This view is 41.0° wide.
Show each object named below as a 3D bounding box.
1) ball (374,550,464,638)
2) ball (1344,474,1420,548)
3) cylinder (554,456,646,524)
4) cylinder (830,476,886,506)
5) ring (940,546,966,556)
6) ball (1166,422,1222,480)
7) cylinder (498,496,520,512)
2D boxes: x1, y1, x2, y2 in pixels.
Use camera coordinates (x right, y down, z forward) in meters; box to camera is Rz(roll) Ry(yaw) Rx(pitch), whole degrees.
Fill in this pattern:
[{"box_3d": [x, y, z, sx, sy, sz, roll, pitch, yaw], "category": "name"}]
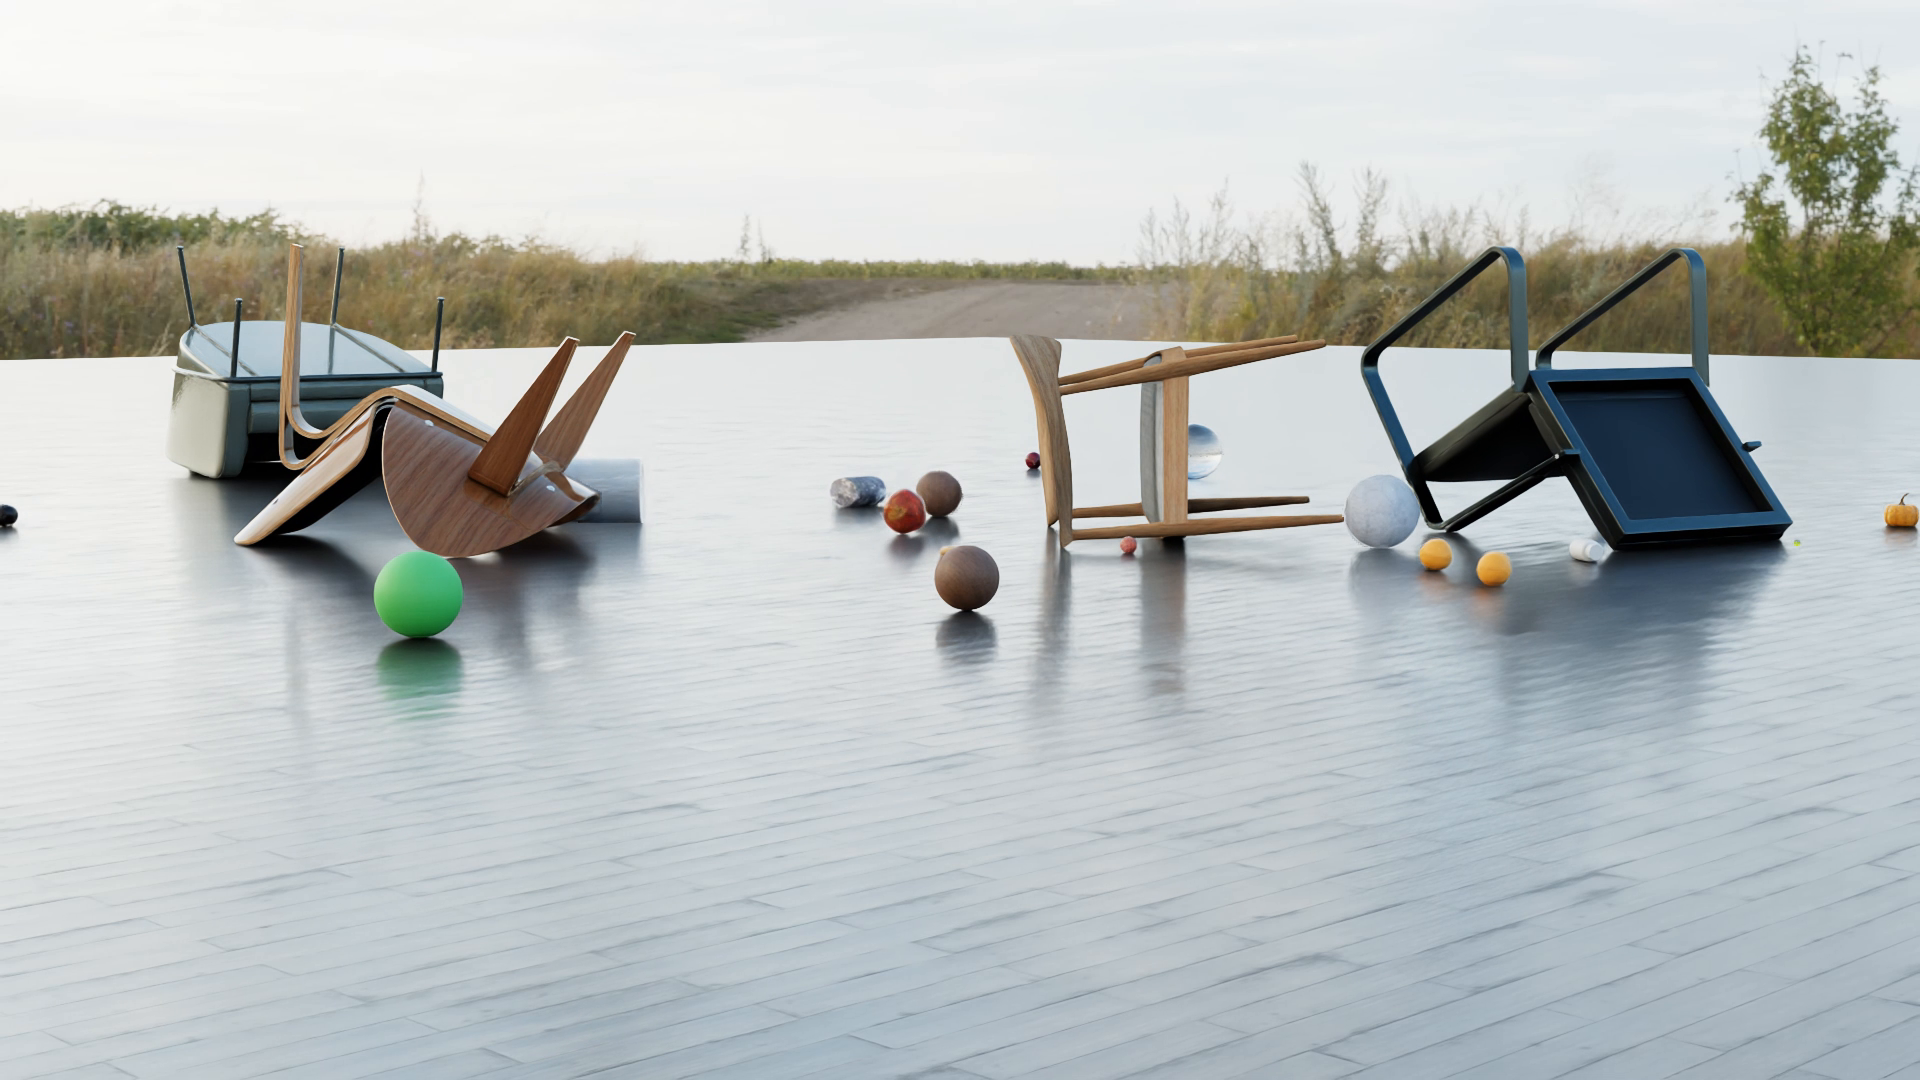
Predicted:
[{"box_3d": [-0.986, 0.099, 4.673, 0.160, 0.160, 0.160, 0, 6, 0], "category": "ball"}, {"box_3d": [1.021, -0.069, 6.209, 0.179, 0.179, 0.179, 0, 6, 0], "category": "ball"}, {"box_3d": [-0.960, -0.133, 6.842, 0.224, 0.177, 0.235, 0, 1, -3], "category": "cylinder"}, {"box_3d": [-0.292, -0.139, 7.371, 0.111, 0.080, 0.121, -5, 6, -41], "category": "cylinder"}, {"box_3d": [-0.017, 0.027, 6.056, 0.061, 0.021, 0.068, 5, 6, 32], "category": "ring"}, {"box_3d": [0.758, -0.288, 8.308, 0.184, 0.184, 0.184, 0, 6, 0], "category": "ball"}, {"box_3d": [-1.267, -0.099, 7.191, 0.060, 0.038, 0.084, -1, 6, -6], "category": "cylinder"}]
